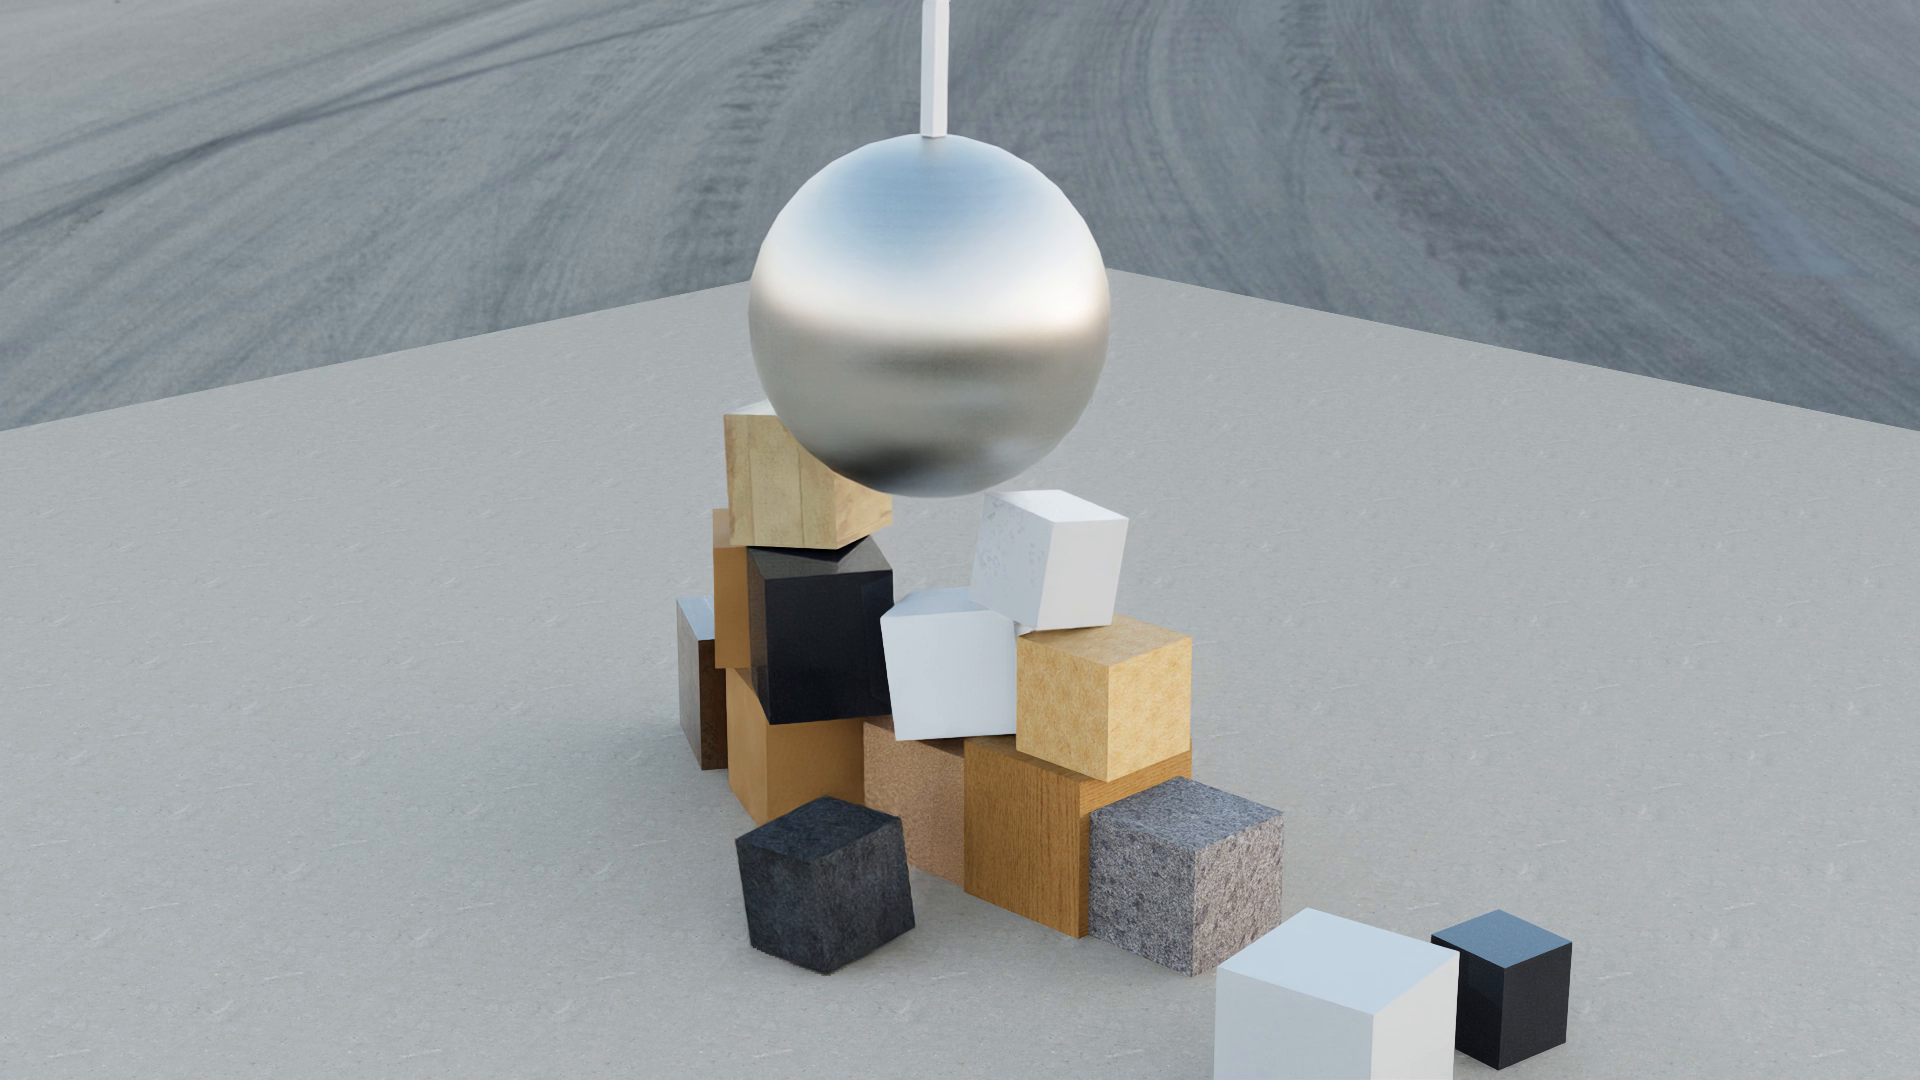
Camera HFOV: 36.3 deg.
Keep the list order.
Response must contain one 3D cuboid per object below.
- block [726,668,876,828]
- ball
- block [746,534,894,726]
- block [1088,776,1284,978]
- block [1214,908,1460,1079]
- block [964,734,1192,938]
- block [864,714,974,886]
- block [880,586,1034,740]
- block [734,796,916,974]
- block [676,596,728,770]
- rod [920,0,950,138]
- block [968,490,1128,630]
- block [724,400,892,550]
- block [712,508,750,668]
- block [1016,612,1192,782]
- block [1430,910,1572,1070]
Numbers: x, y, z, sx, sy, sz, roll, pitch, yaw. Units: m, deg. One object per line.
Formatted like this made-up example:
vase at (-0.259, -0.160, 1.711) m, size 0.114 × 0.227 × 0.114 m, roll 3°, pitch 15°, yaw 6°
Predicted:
block at (-0.692, 0.961, 14.169) m, size 0.704 × 0.671 × 0.712 m, roll -6°, pitch 18°, yaw -19°
ball at (-0.134, -0.980, 12.894) m, size 1.600 × 1.600 × 1.600 m, roll 0°, pitch 17°, yaw 0°
block at (-0.649, 0.407, 13.635) m, size 0.588 × 0.698 × 0.605 m, roll -4°, pitch 17°, yaw -11°
block at (0.982, 1.453, 12.751) m, size 0.590 × 0.581 × 0.600 m, roll -17°, pitch 24°, yaw -42°
block at (1.446, 1.895, 11.284) m, size 0.676 × 0.619 × 0.670 m, roll 13°, pitch 21°, yaw 35°
block at (0.527, 1.240, 13.174) m, size 0.735 × 0.734 × 0.705 m, roll -17°, pitch 24°, yaw -42°
block at (0.019, 1.144, 13.658) m, size 0.687 × 0.627 × 0.633 m, roll 17°, pitch 24°, yaw 42°
block at (0.035, 0.547, 13.343) m, size 0.606 × 0.569 × 0.560 m, roll -4°, pitch 11°, yaw 15°
block at (-0.579, 1.479, 12.644) m, size 0.484 × 0.517 × 0.529 m, roll 11°, pitch 25°, yaw 44°
block at (-1.032, 0.700, 14.966) m, size 0.713 × 0.691 × 0.678 m, roll -4°, pitch 18°, yaw -14°
rod at (-0.058, -4.245, 11.947) m, size 0.080 × 5.200 × 0.080 m, roll 17°, pitch 22°, yaw 42°
block at (0.388, 0.083, 12.909) m, size 0.439 × 0.488 × 0.467 m, roll -3°, pitch 18°, yaw -40°
block at (-0.712, -0.333, 13.855) m, size 0.550 × 0.619 × 0.641 m, roll 2°, pitch 12°, yaw 22°
block at (-0.911, 0.227, 14.308) m, size 0.580 × 0.619 × 0.567 m, roll -1°, pitch 20°, yaw -5°
block at (0.630, 0.674, 12.869) m, size 0.541 × 0.530 × 0.541 m, roll 17°, pitch 24°, yaw 42°
block at (2.175, 1.811, 11.838) m, size 0.397 × 0.447 × 0.395 m, roll -13°, pitch 22°, yaw -36°
